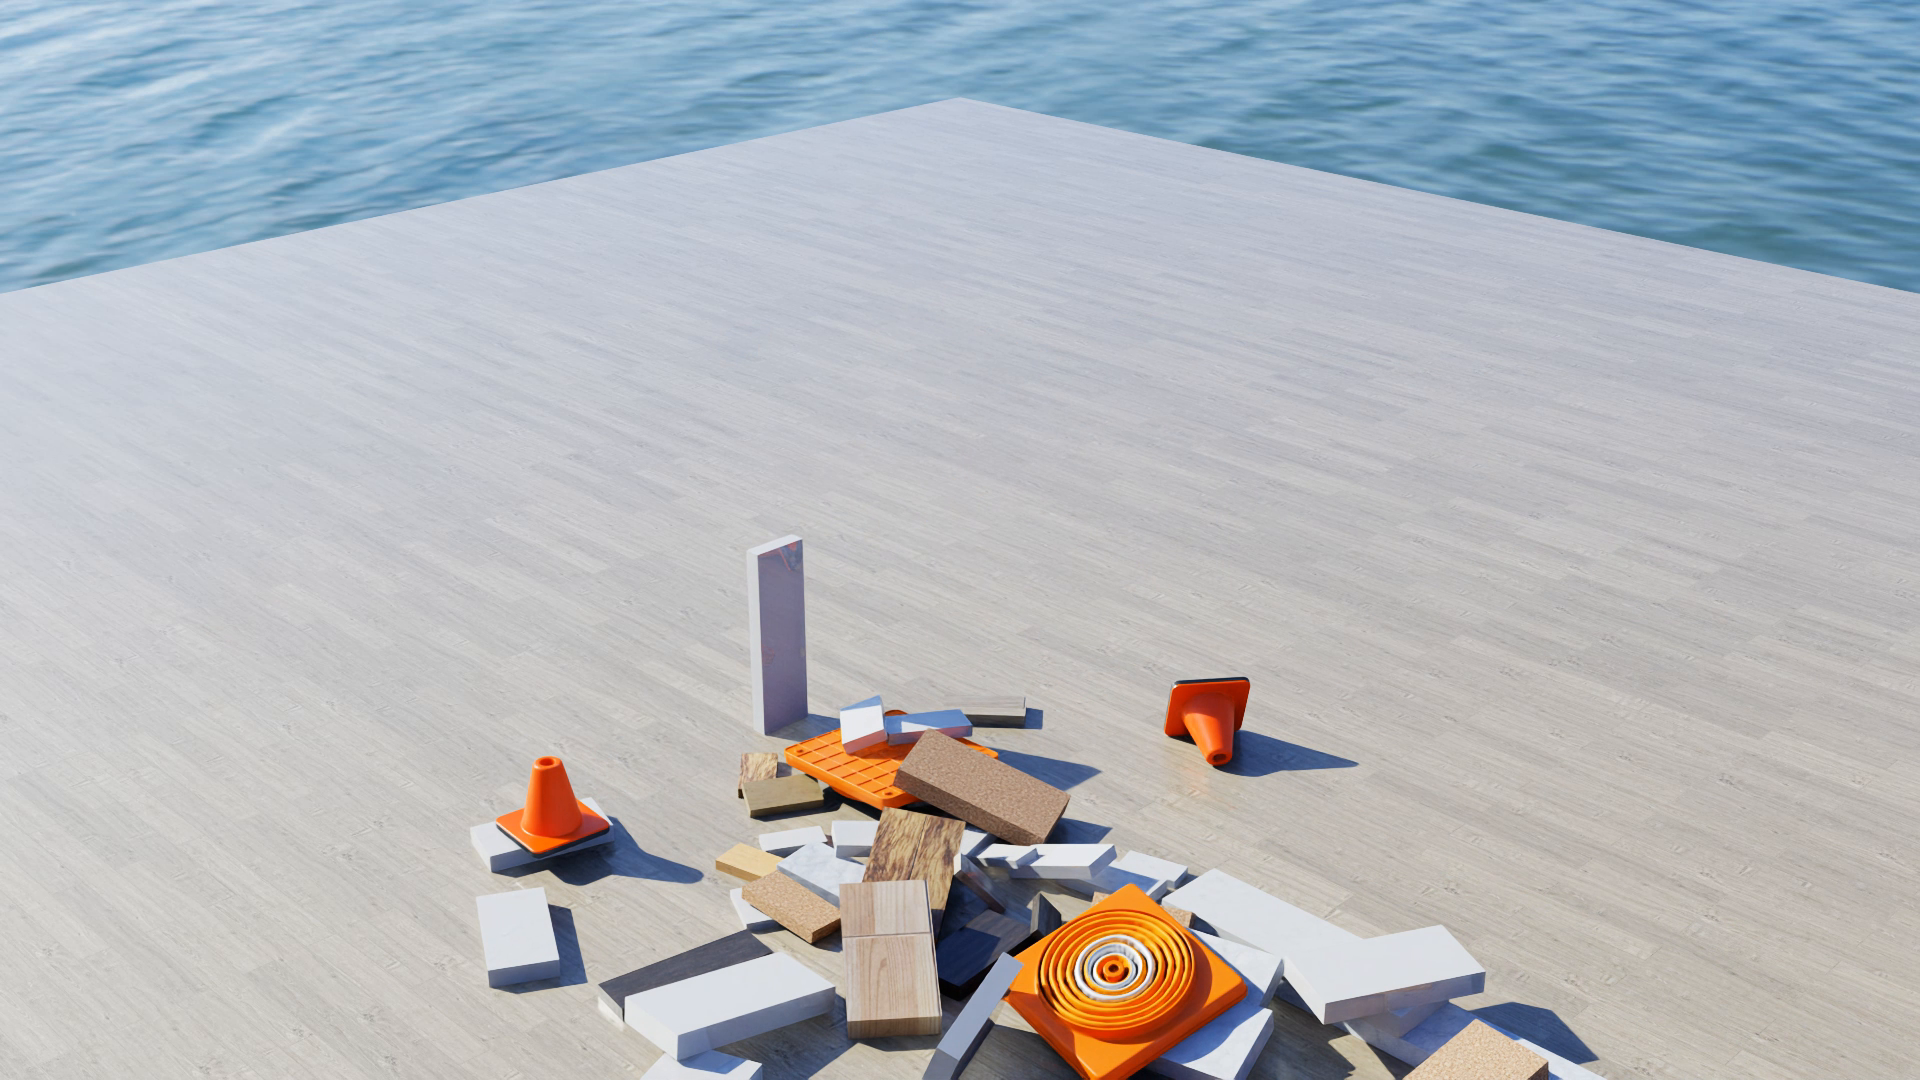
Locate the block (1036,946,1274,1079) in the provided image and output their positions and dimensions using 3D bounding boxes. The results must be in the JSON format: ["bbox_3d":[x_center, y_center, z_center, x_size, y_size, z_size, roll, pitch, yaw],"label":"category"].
[{"bbox_3d":[0.330,0.815,3.725,0.365,0.046,0.162,13,43,29],"label":"block"}]

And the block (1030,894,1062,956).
[{"bbox_3d":[0.158,0.704,4.029,0.017,0.061,0.122,-39,15,18],"label":"block"}]

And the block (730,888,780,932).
[{"bbox_3d":[-0.385,0.688,4.116,0.062,0.018,0.124,-8,24,-18],"label":"block"}]

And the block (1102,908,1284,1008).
[{"bbox_3d":[0.397,0.758,3.843,0.301,0.043,0.150,13,52,28],"label":"block"}]

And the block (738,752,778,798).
[{"bbox_3d":[-0.420,0.490,4.579,0.076,0.022,0.152,-1,23,-2],"label":"block"}]

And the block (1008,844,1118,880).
[{"bbox_3d":[0.194,0.614,4.203,0.191,0.027,0.095,-6,15,37],"label":"block"}]

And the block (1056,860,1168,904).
[{"bbox_3d":[0.288,0.650,4.193,0.191,0.027,0.095,16,28,32],"label":"block"}]

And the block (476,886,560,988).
[{"bbox_3d":[-0.808,0.722,4.013,0.126,0.036,0.251,-6,24,-15],"label":"block"}]

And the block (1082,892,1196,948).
[{"bbox_3d":[0.324,0.702,3.973,0.191,0.095,0.027,7,-17,27],"label":"block"}]

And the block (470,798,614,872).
[{"bbox_3d":[-0.825,0.581,4.346,0.251,0.036,0.126,-12,26,-26],"label":"block"}]

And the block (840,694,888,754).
[{"bbox_3d":[-0.202,0.385,4.597,0.091,0.026,0.182,-20,19,2],"label":"block"}]

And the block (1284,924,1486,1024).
[{"bbox_3d":[0.723,0.739,3.750,0.301,0.043,0.150,-7,24,-16],"label":"block"}]

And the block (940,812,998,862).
[{"bbox_3d":[-0.001,0.585,4.342,0.114,0.032,0.228,12,26,26],"label":"block"}]

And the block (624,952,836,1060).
[{"bbox_3d":[-0.391,0.793,3.762,0.323,0.046,0.162,-9,19,-39],"label":"block"}]

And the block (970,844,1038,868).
[{"bbox_3d":[0.086,0.611,4.246,0.122,0.017,0.061,-4,16,46],"label":"block"}]

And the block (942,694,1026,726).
[{"bbox_3d":[0.054,0.375,4.844,0.182,0.026,0.091,1,23,3],"label":"block"}]

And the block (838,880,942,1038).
[{"bbox_3d":[-0.125,0.734,3.874,0.161,0.046,0.321,-2,37,-5],"label":"block"}]

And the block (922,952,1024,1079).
[{"bbox_3d":[0.012,0.819,3.638,0.041,0.145,0.291,29,30,11],"label":"block"}]

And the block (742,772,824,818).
[{"bbox_3d":[-0.361,0.519,4.480,0.152,0.022,0.076,-7,42,-16],"label":"block"}]

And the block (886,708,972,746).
[{"bbox_3d":[-0.074,0.393,4.625,0.182,0.026,0.091,-5,19,-17],"label":"block"}]

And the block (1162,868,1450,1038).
[{"bbox_3d":[0.605,0.724,3.895,0.518,0.043,0.150,21,31,40],"label":"block"}]

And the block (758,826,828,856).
[{"bbox_3d":[-0.329,0.595,4.335,0.124,0.018,0.062,-7,24,-15],"label":"block"}]

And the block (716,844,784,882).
[{"bbox_3d":[-0.388,0.632,4.245,0.152,0.022,0.076,14,27,30],"label":"block"}]

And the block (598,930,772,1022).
[{"bbox_3d":[-0.486,0.772,3.909,0.302,0.026,0.092,-16,28,-32],"label":"block"}]

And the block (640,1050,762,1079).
[{"bbox_3d":[-0.465,0.927,3.517,0.162,0.046,0.323,10,25,22],"label":"block"}]

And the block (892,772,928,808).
[{"bbox_3d":[-0.093,0.511,4.535,0.062,0.018,0.124,-6,24,-15],"label":"block"}]

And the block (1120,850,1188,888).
[{"bbox_3d":[0.371,0.635,4.241,0.122,0.017,0.061,13,26,27],"label":"block"}]

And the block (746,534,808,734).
[{"bbox_3d":[-0.392,0.205,4.734,0.036,0.425,0.126,21,31,41],"label":"block"}]

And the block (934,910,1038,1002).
[{"bbox_3d":[0.025,0.746,3.961,0.114,0.032,0.228,17,29,35],"label":"block"}]

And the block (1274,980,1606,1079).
[{"bbox_3d":[0.753,0.820,3.776,0.145,0.041,0.852,-21,31,-40],"label":"block"}]

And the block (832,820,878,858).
[{"bbox_3d":[-0.153,0.579,4.257,0.184,0.026,0.092,2,23,-10],"label":"block"}]

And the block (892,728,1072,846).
[{"bbox_3d":[0.044,0.499,4.386,0.321,0.046,0.161,25,33,10],"label":"block"}]

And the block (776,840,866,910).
[{"bbox_3d":[-0.224,0.648,4.164,0.228,0.032,0.114,22,31,30],"label":"block"}]

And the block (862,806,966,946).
[{"bbox_3d":[-0.096,0.633,4.109,0.161,0.046,0.321,10,35,4],"label":"block"}]

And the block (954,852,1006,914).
[{"bbox_3d":[0.037,0.643,4.117,0.017,0.122,0.061,-42,17,15],"label":"block"}]

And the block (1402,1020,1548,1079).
[{"bbox_3d":[0.795,0.894,3.531,0.291,0.041,0.145,-29,36,-31],"label":"block"}]

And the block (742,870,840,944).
[{"bbox_3d":[-0.309,0.680,4.087,0.184,0.026,0.092,26,29,33],"label":"block"}]
